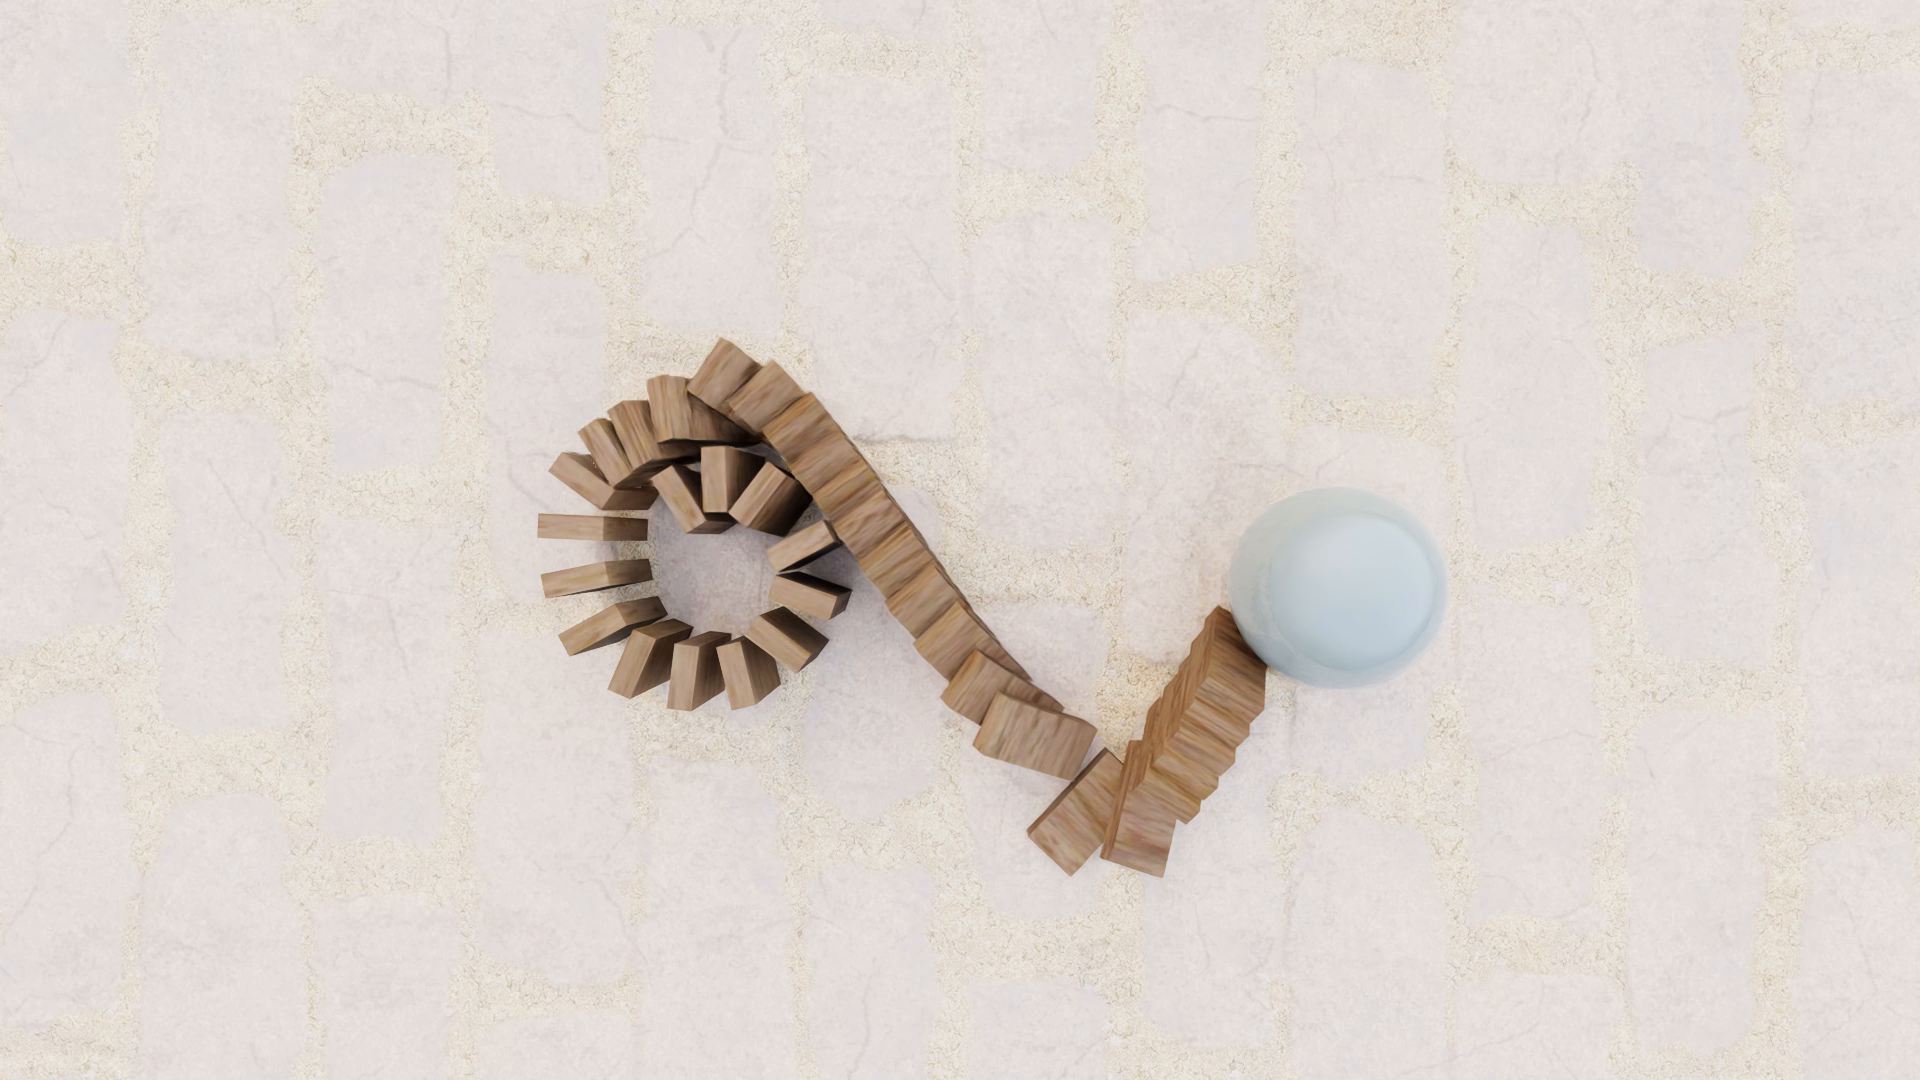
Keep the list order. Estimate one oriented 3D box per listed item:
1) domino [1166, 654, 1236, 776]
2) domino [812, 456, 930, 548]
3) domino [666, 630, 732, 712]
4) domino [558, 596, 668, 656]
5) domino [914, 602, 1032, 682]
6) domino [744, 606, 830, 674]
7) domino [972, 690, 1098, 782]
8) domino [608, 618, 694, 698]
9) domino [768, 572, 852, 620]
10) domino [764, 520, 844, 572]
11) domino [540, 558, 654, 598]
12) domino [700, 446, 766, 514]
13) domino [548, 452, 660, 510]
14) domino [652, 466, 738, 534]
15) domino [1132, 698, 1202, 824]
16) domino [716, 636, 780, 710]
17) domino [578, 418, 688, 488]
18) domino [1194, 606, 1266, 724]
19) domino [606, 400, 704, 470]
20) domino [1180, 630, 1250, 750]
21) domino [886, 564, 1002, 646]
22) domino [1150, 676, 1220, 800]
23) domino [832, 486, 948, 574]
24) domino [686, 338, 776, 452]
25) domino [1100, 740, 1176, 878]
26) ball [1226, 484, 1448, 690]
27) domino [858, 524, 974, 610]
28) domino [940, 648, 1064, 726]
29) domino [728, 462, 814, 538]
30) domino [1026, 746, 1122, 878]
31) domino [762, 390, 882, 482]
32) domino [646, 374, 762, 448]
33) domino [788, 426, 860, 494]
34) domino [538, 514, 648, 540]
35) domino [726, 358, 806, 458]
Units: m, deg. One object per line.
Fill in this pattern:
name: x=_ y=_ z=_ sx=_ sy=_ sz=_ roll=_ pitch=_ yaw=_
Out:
domino: x=0.101 y=0.070 z=0.377 sx=0.025 sy=0.050 sz=0.010 roll=31 pitch=125 yaw=0
domino: x=-0.036 y=-0.008 z=0.381 sx=0.025 sy=0.010 sz=0.050 roll=-37 pitch=127 yaw=0
domino: x=-0.106 y=0.053 z=0.375 sx=0.010 sy=0.050 sz=0.025 roll=7 pitch=90 yaw=0
domino: x=-0.141 y=0.034 z=0.375 sx=0.025 sy=0.050 sz=0.009 roll=-29 pitch=90 yaw=0
domino: x=0.006 y=0.051 z=0.383 sx=0.025 sy=0.010 sz=0.050 roll=-43 pitch=122 yaw=0
domino: x=-0.070 y=0.040 z=0.375 sx=0.025 sy=0.050 sz=0.009 roll=37 pitch=90 yaw=0
domino: x=0.032 y=0.082 z=0.383 sx=0.050 sy=0.009 sz=0.025 roll=24 pitch=92 yaw=-31
domino: x=-0.126 y=0.047 z=0.375 sx=0.009 sy=0.050 sz=0.025 roll=23 pitch=90 yaw=0
domino: x=-0.060 y=0.022 z=0.375 sx=0.025 sy=0.050 sz=0.009 roll=19 pitch=90 yaw=0
domino: x=-0.061 y=0.002 z=0.375 sx=0.025 sy=0.050 sz=0.010 roll=-28 pitch=90 yaw=0
domino: x=-0.147 y=0.015 z=0.375 sx=0.025 sy=0.050 sz=0.009 roll=-12 pitch=90 yaw=0
domino: x=-0.092 y=-0.023 z=0.375 sx=0.010 sy=0.050 sz=0.025 roll=-2 pitch=90 yaw=6
domino: x=-0.144 y=-0.024 z=0.375 sx=0.025 sy=0.050 sz=0.010 roll=36 pitch=93 yaw=0
domino: x=-0.108 y=-0.016 z=0.375 sx=0.009 sy=0.050 sz=0.025 roll=-32 pitch=90 yaw=0
domino: x=0.087 y=0.090 z=0.377 sx=0.025 sy=0.050 sz=0.010 roll=31 pitch=125 yaw=0
domino: x=-0.086 y=0.052 z=0.375 sx=0.010 sy=0.050 sz=0.025 roll=-14 pitch=90 yaw=0
domino: x=-0.132 y=-0.036 z=0.375 sx=0.010 sy=0.050 sz=0.025 roll=-32 pitch=90 yaw=10
domino: x=0.112 y=0.050 z=0.377 sx=0.025 sy=0.050 sz=0.010 roll=31 pitch=125 yaw=0
domino: x=-0.119 y=-0.044 z=0.375 sx=0.010 sy=0.050 sz=0.025 roll=-25 pitch=90 yaw=20
domino: x=0.106 y=0.060 z=0.377 sx=0.025 sy=0.050 sz=0.009 roll=31 pitch=125 yaw=0
domino: x=-0.006 y=0.035 z=0.382 sx=0.025 sy=0.009 sz=0.050 roll=-40 pitch=123 yaw=0
domino: x=0.094 y=0.080 z=0.377 sx=0.025 sy=0.050 sz=0.010 roll=31 pitch=125 yaw=0
domino: x=-0.028 y=0.004 z=0.380 sx=0.025 sy=0.010 sz=0.050 roll=-37 pitch=127 yaw=0
domino: x=-0.085 y=-0.058 z=0.377 sx=0.009 sy=0.050 sz=0.025 roll=32 pitch=87 yaw=40
domino: x=0.078 y=0.112 z=0.383 sx=0.025 sy=0.010 sz=0.050 roll=22 pitch=73 yaw=-12
ball: x=0.147 y=0.018 z=0.360 sx=0.080 sy=0.080 sz=0.080 roll=0 pitch=90 yaw=0
domino: x=-0.018 y=0.019 z=0.382 sx=0.025 sy=0.009 sz=0.050 roll=-37 pitch=126 yaw=0
domino: x=0.018 y=0.068 z=0.383 sx=0.050 sy=0.010 sz=0.025 roll=36 pitch=90 yaw=-31
domino: x=-0.075 y=-0.016 z=0.375 sx=0.009 sy=0.050 sz=0.025 roll=37 pitch=90 yaw=7
domino: x=0.055 y=0.117 z=0.395 sx=0.025 sy=0.009 sz=0.050 roll=43 pitch=90 yaw=0
domino: x=-0.056 y=-0.035 z=0.380 sx=0.025 sy=0.009 sz=0.050 roll=-37 pitch=130 yaw=0
domino: x=-0.104 y=-0.052 z=0.376 sx=0.010 sy=0.050 sz=0.025 roll=-10 pitch=88 yaw=30
domino: x=-0.046 y=-0.020 z=0.381 sx=0.025 sy=0.009 sz=0.050 roll=-37 pitch=127 yaw=0
domino: x=-0.149 y=-0.005 z=0.375 sx=0.025 sy=0.050 sz=0.009 roll=3 pitch=90 yaw=0
domino: x=-0.069 y=-0.048 z=0.379 sx=0.025 sy=0.050 sz=0.009 roll=-42 pitch=46 yaw=0
